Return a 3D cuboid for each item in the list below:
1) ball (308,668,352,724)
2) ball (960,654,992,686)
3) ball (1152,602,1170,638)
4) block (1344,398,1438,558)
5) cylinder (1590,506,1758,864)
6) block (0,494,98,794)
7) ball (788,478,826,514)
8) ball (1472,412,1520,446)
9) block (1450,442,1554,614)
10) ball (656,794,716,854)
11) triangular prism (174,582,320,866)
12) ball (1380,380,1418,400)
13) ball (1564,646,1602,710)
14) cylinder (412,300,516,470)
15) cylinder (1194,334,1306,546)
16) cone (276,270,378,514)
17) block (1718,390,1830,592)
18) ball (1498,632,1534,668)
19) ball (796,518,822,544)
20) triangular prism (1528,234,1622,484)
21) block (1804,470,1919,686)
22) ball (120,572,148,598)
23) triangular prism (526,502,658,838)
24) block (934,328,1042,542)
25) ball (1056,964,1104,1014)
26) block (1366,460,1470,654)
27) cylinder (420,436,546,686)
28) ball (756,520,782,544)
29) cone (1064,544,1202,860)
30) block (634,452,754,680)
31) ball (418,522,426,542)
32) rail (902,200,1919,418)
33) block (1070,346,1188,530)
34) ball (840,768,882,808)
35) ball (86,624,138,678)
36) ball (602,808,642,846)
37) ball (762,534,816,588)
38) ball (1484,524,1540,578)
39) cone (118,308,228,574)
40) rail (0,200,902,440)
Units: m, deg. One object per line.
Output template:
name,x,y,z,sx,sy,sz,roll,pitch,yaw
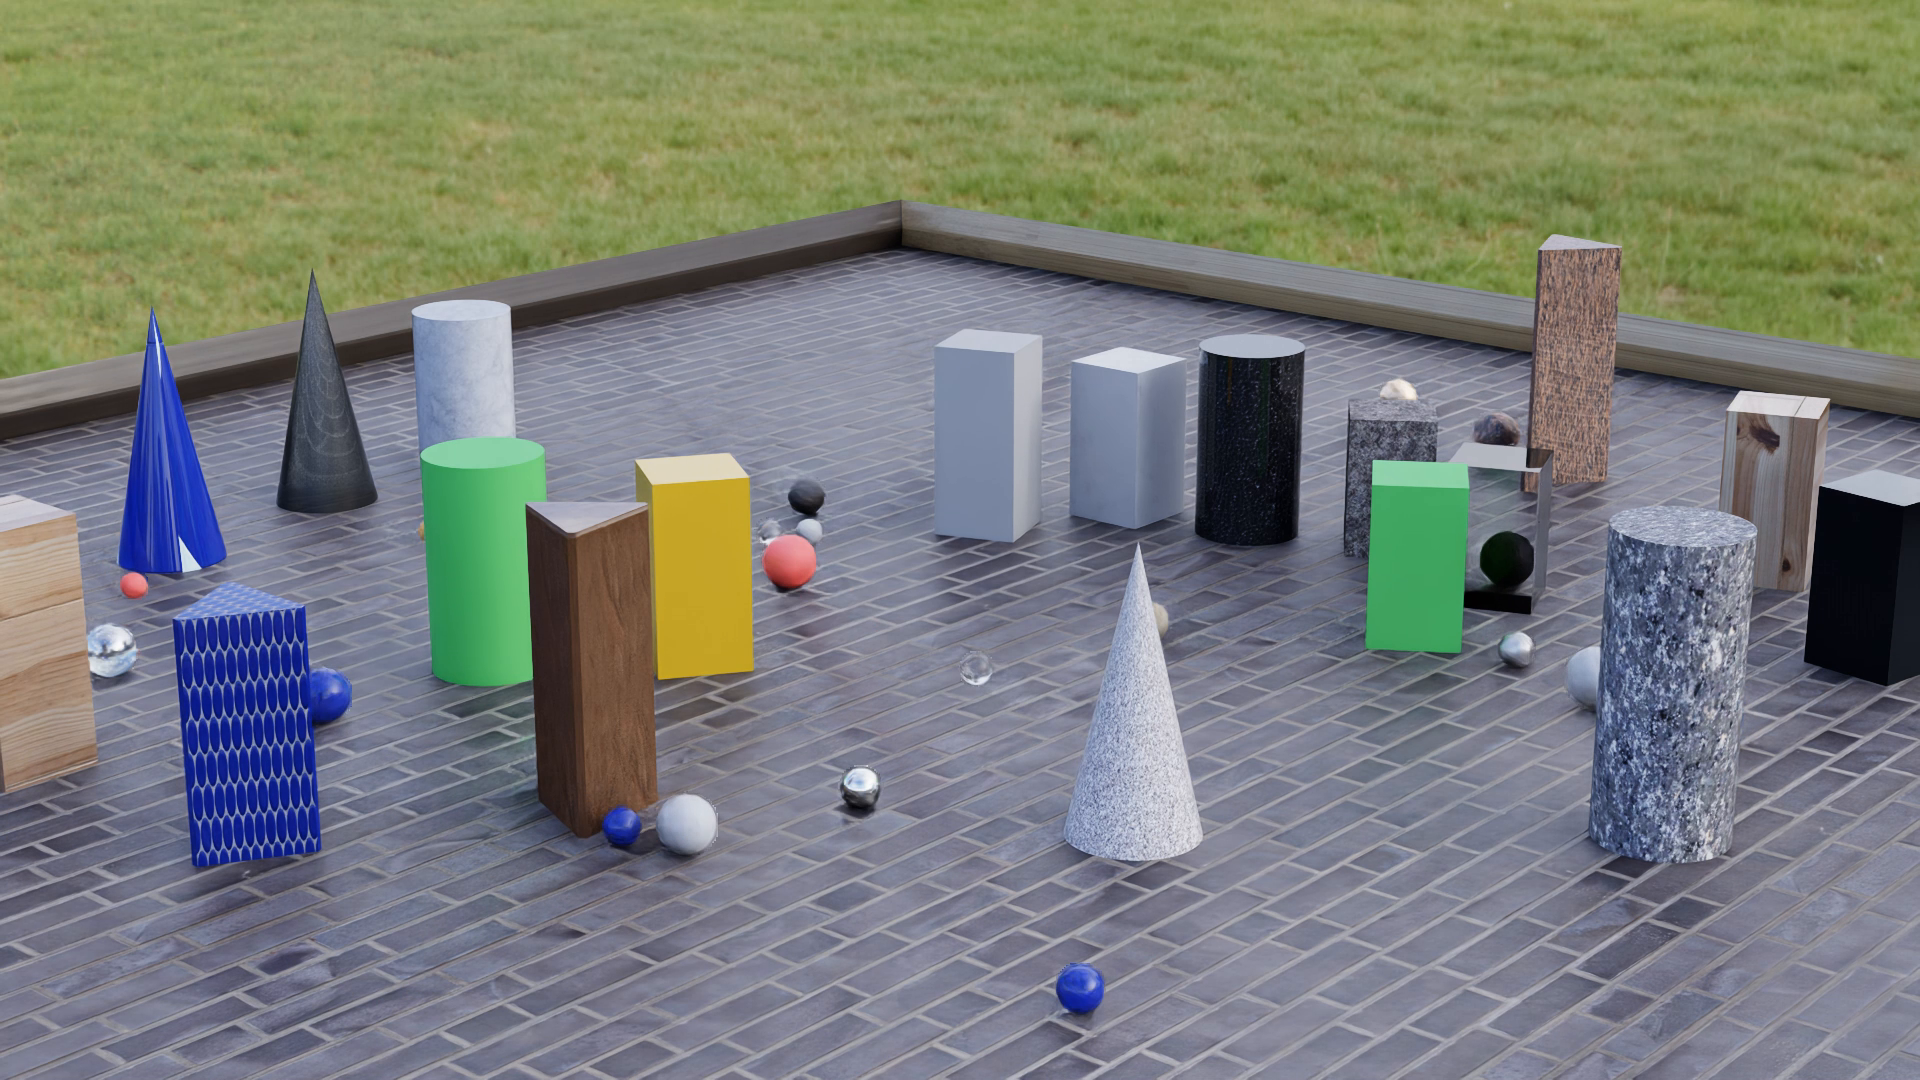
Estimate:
ball,-0.980,0.239,4.508,0.086,0.086,0.086,0,17,0
ball,0.026,0.206,4.676,0.051,0.051,0.051,0,17,0
ball,0.314,0.136,4.880,0.068,0.068,0.068,0,17,0
block,0.788,-0.113,5.375,0.156,0.258,0.156,2,17,6
cylinder,0.975,0.196,4.019,0.195,0.450,0.195,0,17,0
block,-1.388,0.149,4.284,0.156,0.386,0.156,14,21,38
ball,-0.293,-0.084,5.606,0.070,0.070,0.070,0,17,0
ball,1.097,-0.215,5.999,0.095,0.095,0.095,0,17,0
block,0.931,-0.022,5.083,0.156,0.253,0.156,6,18,19
ball,-0.374,0.389,4.015,0.083,0.083,0.083,0,17,0
triangular prism,-0.983,0.246,4.023,0.169,0.352,0.146,-6,18,-18
ball,0.945,-0.306,6.322,0.082,0.082,0.082,0,17,0
ball,0.992,0.215,4.568,0.098,0.098,0.098,0,17,0
cylinder,-0.994,-0.303,5.892,0.195,0.325,0.195,0,17,0
cylinder,0.538,-0.187,5.454,0.195,0.355,0.195,0,17,0
cone,-1.233,-0.300,5.645,0.195,0.461,0.195,0,17,0
block,1.438,-0.088,5.197,0.156,0.314,0.156,7,18,22
ball,0.903,0.178,4.757,0.058,0.058,0.058,0,17,0
ball,-0.278,-0.015,5.413,0.049,0.049,0.049,0,17,0
triangular prism,1.194,-0.361,5.828,0.169,0.472,0.146,-3,17,-9
block,1.488,0.059,4.736,0.156,0.299,0.156,-13,21,-38
ball,-1.439,0.079,5.108,0.045,0.045,0.045,0,17,0
triangular prism,-0.542,0.171,4.115,0.146,0.443,0.169,10,19,30
block,0.053,-0.196,5.476,0.156,0.360,0.156,6,18,20
ball,0.146,0.543,3.546,0.059,0.059,0.059,0,17,0
block,0.759,0.026,4.874,0.156,0.282,0.156,2,17,8
cylinder,-0.759,0.033,4.716,0.195,0.360,0.195,0,17,0
ball,-0.352,-0.015,5.418,0.046,0.046,0.046,0,17,0
cone,0.242,0.205,4.030,0.195,0.426,0.195,0,17,0
block,-0.431,0.041,4.751,0.156,0.325,0.156,-5,17,-15
ball,-0.981,-0.017,5.430,0.043,0.043,0.043,0,17,0
rail,1.485,-0.462,6.758,4.407,0.127,0.045,14,22,39
block,0.319,-0.196,5.577,0.156,0.301,0.156,14,21,38
ball,-0.141,0.353,4.176,0.059,0.059,0.059,0,17,0
ball,-1.367,0.177,4.712,0.086,0.086,0.086,0,17,0
ball,-0.466,0.396,4.044,0.054,0.054,0.054,0,17,0
ball,-0.300,0.038,5.159,0.095,0.095,0.095,0,17,0
ball,0.983,0.019,5.216,0.097,0.097,0.097,0,17,0
cone,-1.435,-0.193,5.274,0.195,0.471,0.195,0,17,0
rail,-1.646,-0.381,6.488,0.045,0.127,4.579,14,22,39
